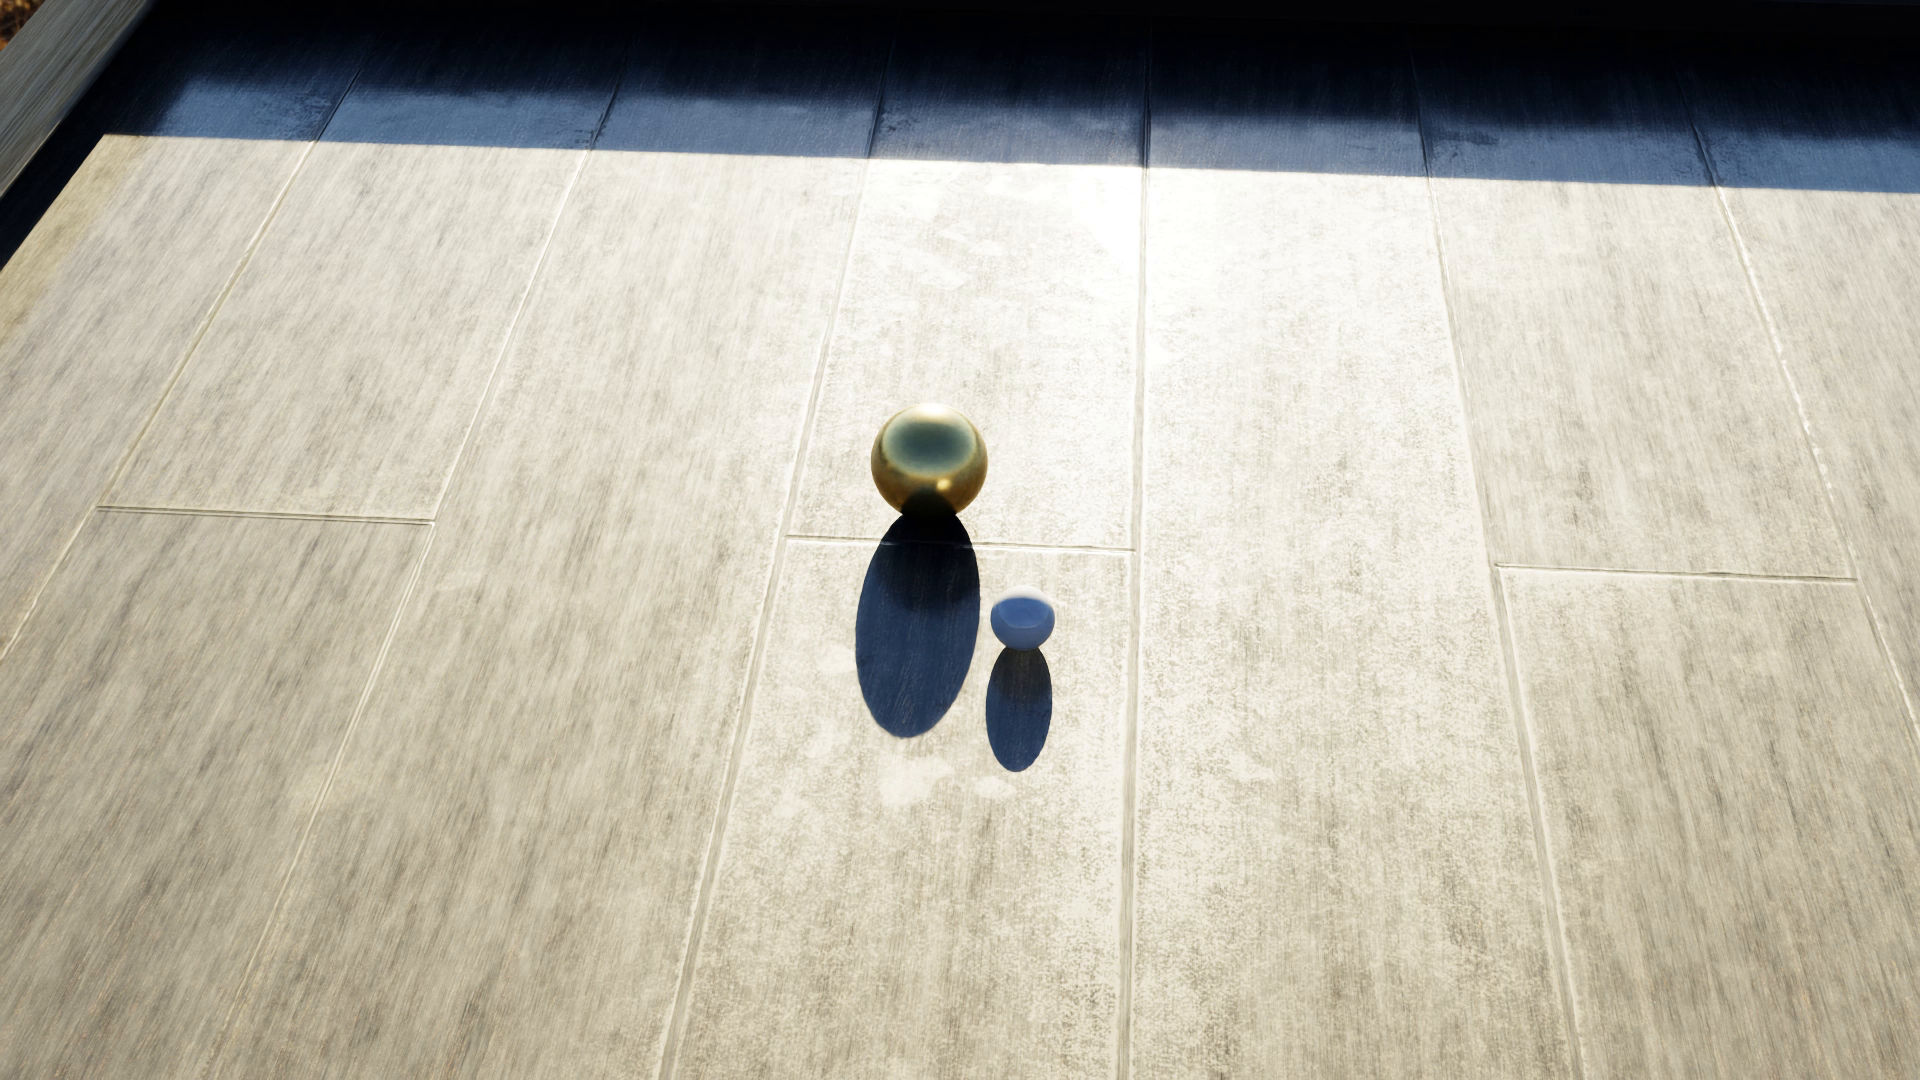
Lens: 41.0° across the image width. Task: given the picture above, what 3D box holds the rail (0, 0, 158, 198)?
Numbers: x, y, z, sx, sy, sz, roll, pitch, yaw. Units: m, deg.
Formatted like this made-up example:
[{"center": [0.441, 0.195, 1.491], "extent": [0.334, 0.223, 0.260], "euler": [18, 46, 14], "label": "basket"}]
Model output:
[{"center": [-0.848, -0.053, 1.795], "extent": [0.045, 0.109, 1.916], "euler": [2, 36, 3], "label": "rail"}]

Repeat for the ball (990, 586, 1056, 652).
[{"center": [0.042, 0.052, 1.706], "extent": [0.044, 0.044, 0.044], "euler": [0, 36, 0], "label": "ball"}]

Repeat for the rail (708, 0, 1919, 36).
[{"center": [0.937, -0.523, 2.455], "extent": [3.494, 0.109, 0.045], "euler": [2, 36, 3], "label": "rail"}]

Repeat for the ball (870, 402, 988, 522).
[{"center": [-0.022, -0.056, 1.823], "extent": [0.084, 0.084, 0.084], "euler": [0, 36, 0], "label": "ball"}]
